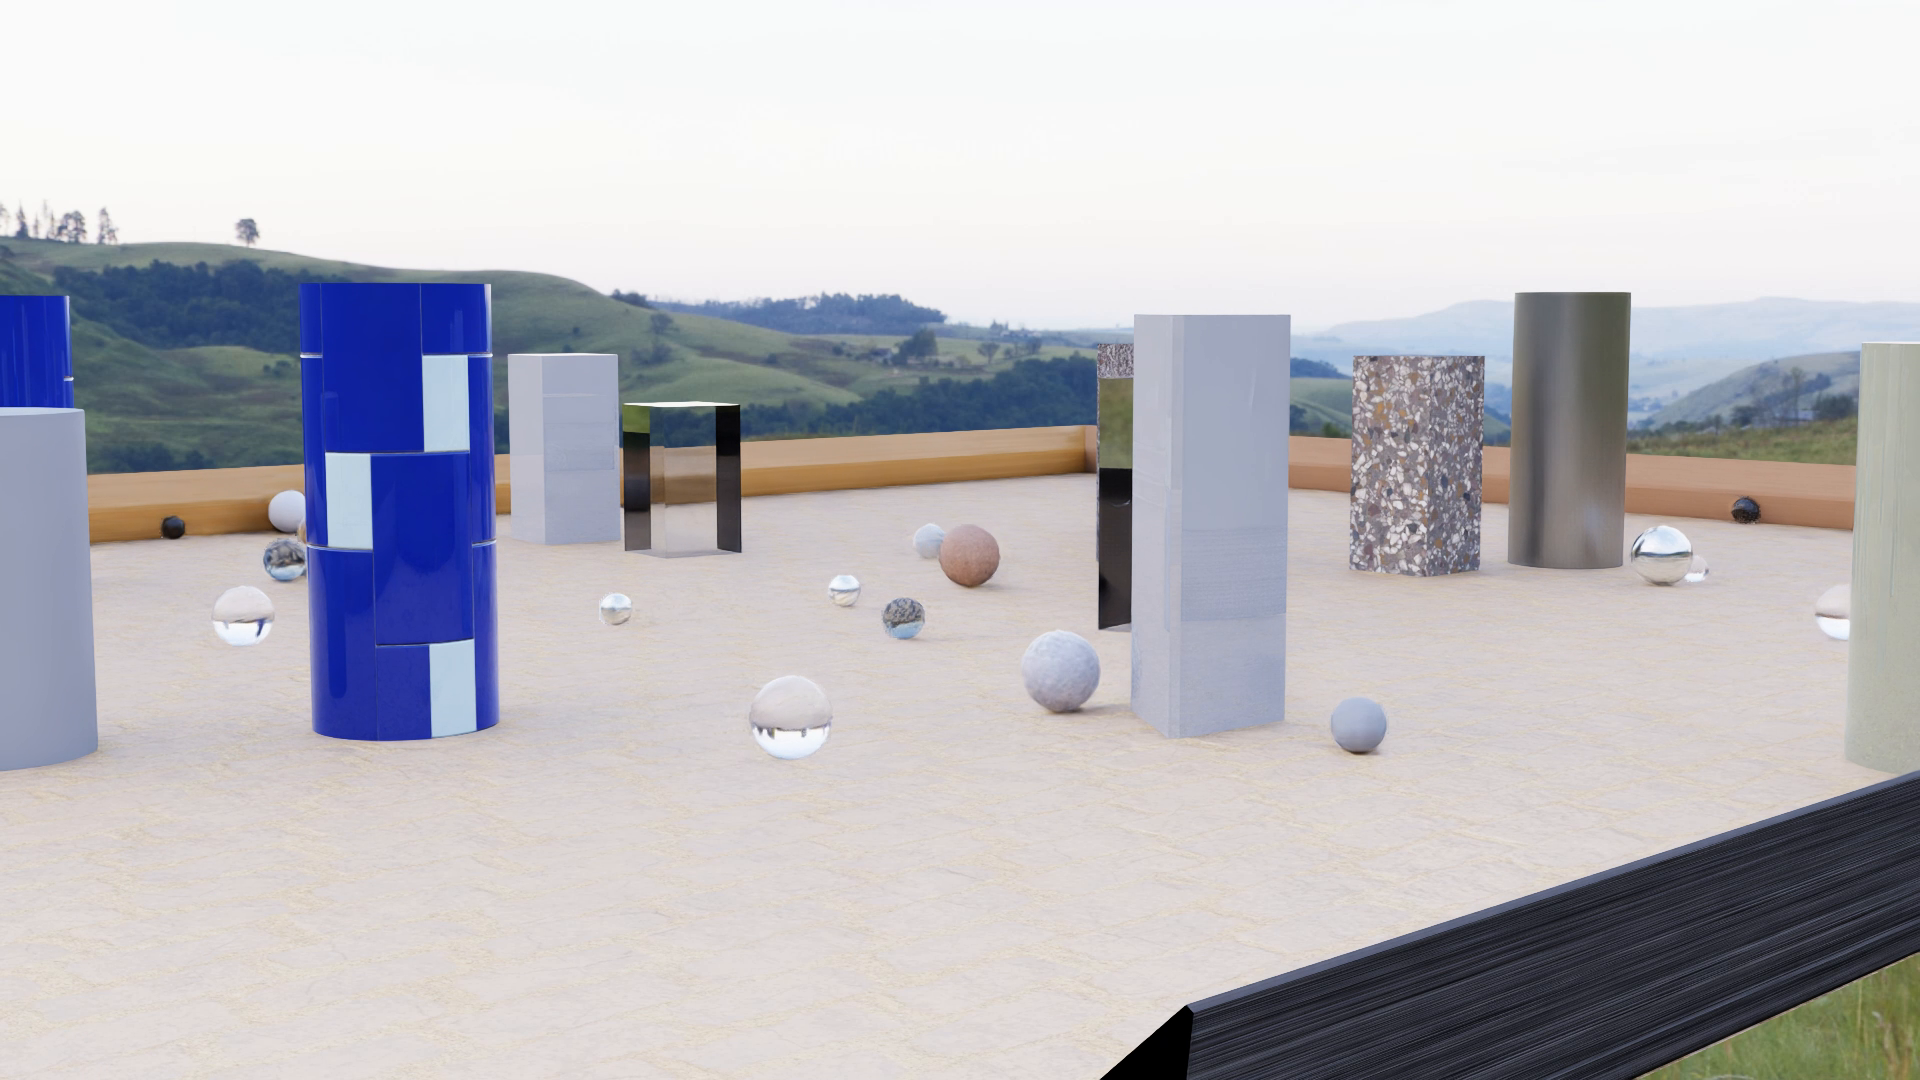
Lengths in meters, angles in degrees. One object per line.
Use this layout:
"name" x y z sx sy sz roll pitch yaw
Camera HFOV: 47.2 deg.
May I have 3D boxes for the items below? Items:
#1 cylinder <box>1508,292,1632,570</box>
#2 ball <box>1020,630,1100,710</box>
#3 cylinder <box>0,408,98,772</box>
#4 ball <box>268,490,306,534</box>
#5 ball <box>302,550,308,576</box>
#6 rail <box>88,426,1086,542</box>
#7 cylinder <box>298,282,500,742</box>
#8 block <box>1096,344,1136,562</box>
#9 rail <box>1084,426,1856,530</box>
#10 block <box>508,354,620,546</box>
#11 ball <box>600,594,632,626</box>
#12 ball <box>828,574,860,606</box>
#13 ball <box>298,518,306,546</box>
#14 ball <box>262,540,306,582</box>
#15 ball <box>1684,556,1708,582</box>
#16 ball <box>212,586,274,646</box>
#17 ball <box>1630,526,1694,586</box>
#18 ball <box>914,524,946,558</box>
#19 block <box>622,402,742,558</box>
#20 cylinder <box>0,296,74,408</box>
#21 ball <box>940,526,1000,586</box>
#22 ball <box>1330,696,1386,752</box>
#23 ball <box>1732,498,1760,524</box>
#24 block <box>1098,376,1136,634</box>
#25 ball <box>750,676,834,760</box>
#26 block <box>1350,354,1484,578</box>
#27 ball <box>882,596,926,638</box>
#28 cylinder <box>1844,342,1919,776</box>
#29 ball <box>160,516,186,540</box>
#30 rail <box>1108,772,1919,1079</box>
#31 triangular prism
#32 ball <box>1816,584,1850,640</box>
"cylinder" 1.071 -0.196 3.868 0.198 0.476 0.198 0 6 0
"ball" 0.112 0.146 2.452 0.090 0.090 0.090 0 6 0
"cylinder" -0.975 0.044 2.200 0.198 0.344 0.198 0 6 0
"ball" -1.342 -0.057 4.410 0.086 0.086 0.086 0 6 0
"ball" -1.096 0.038 3.696 0.045 0.045 0.045 0 6 0
"rail" -1.198 -0.101 4.623 4.242 0.128 0.045 -5 8 -42
"cylinder" -0.598 -0.036 2.355 0.198 0.472 0.198 0 6 0
"block" 0.350 -0.151 3.866 0.158 0.386 0.158 -3 7 -30
"rail" 1.541 -0.114 4.746 0.045 0.128 3.581 -5 8 -42
"block" -0.770 -0.180 4.278 0.158 0.359 0.158 -4 7 -35
"ball" -0.487 0.098 3.117 0.046 0.046 0.046 0 6 0
"ball" -0.174 0.076 3.312 0.049 0.049 0.049 0 6 0
"ball" -1.208 -0.016 4.124 0.065 0.065 0.065 0 6 0
"ball" -1.115 0.034 3.629 0.068 0.068 0.068 0 6 0
"ball" 1.207 0.048 3.611 0.043 0.043 0.043 0 6 0
"ball" -0.952 0.102 2.922 0.080 0.080 0.080 0 6 0
"ball" 1.139 0.026 3.568 0.097 0.097 0.097 0 6 0
"ball" -0.053 0.002 3.966 0.061 0.061 0.061 0 6 0
"block" -0.512 -0.113 4.050 0.158 0.273 0.158 -4 7 -36
"cylinder" -1.512 -0.153 3.496 0.198 0.467 0.198 0 6 0
"ball" 0.015 0.026 3.553 0.099 0.099 0.099 0 6 0
"ball" 0.403 0.186 2.222 0.056 0.056 0.056 0 6 0
"ball" 1.641 -0.060 4.596 0.055 0.055 0.055 0 6 0
"block" 0.304 -0.051 3.075 0.158 0.351 0.158 4 7 36
"ball" -0.168 0.177 2.185 0.083 0.083 0.083 0 6 0
"block" 0.784 -0.132 3.773 0.158 0.368 0.158 -6 8 -43
"ball" -0.076 0.106 2.990 0.058 0.058 0.058 0 6 0
"cylinder" 0.981 0.014 2.154 0.198 0.413 0.198 0 6 0
"ball" -1.534 -0.024 4.288 0.046 0.046 0.046 0 6 0
"rail" 1.198 0.168 2.040 4.242 0.128 0.045 -5 8 -42
"triangular prism" 0.241 -0.023 2.382 0.171 0.440 0.148 -5 8 -40
"ball" 1.199 0.098 2.982 0.075 0.075 0.075 0 6 0
